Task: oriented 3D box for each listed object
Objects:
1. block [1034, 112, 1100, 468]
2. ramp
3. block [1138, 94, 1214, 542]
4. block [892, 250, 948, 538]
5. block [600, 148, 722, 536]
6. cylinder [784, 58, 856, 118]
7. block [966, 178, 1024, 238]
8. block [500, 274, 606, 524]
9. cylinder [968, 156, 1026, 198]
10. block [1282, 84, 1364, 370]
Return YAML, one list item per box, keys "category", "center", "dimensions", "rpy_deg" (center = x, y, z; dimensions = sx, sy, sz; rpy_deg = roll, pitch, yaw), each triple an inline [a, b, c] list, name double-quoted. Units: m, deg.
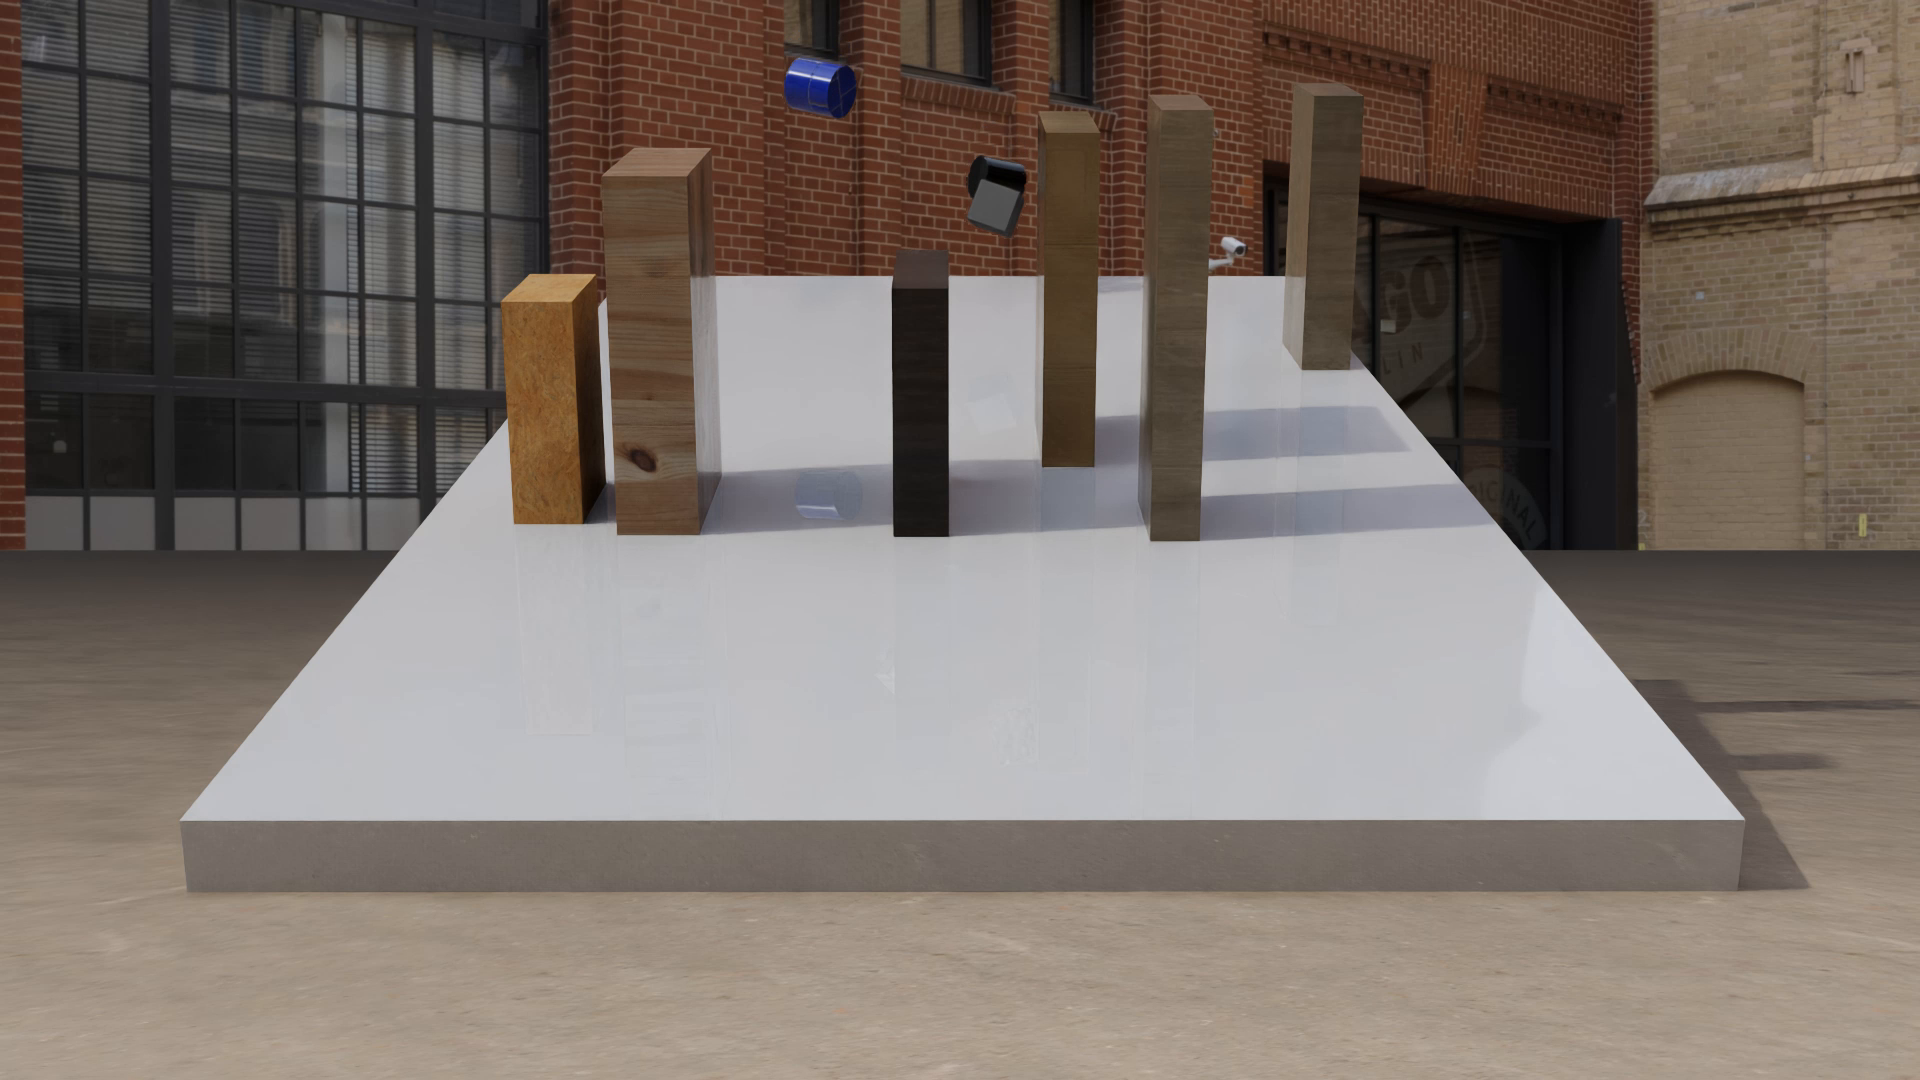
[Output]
- category: "block"
  center: [0.220, -0.530, 4.619]
  dimensions: [0.107, 0.674, 0.412]
  rpy_deg: [0, 17, 0]
- category: "ramp"
  center: [-0.003, -0.170, 4.762]
  dimensions: [2.000, 0.100, 4.000]
  rpy_deg: [0, 17, 0]
- category: "block"
  center: [0.389, -0.406, 4.038]
  dimensions: [0.090, 0.771, 0.277]
  rpy_deg: [0, 17, 0]
- category: "block"
  center: [-0.072, -0.285, 4.177]
  dimensions: [0.101, 0.457, 0.421]
  rpy_deg: [0, 17, 0]
- category: "block"
  center: [-0.552, -0.381, 4.157]
  dimensions: [0.149, 0.652, 0.419]
  rpy_deg: [0, 17, 0]
- category: "cylinder"
  center: [-0.400, -1.298, 6.364]
  dimensions: [0.149, 0.149, 0.149]
  rpy_deg: [17, 8, 27]
- category: "block"
  center: [0.103, -0.943, 6.311]
  dimensions: [0.117, 0.117, 0.117]
  rpy_deg: [21, 2, 10]
- category: "block"
  center: [-0.765, -0.271, 4.196]
  dimensions: [0.128, 0.418, 0.290]
  rpy_deg: [0, 17, 0]
- category: "cylinder"
  center: [0.107, -1.046, 6.456]
  dimensions: [0.125, 0.125, 0.125]
  rpy_deg: [7, -3, -27]
- category: "block"
  center: [0.891, -0.777, 5.468]
  dimensions: [0.117, 0.659, 0.330]
  rpy_deg: [0, 17, 0]
